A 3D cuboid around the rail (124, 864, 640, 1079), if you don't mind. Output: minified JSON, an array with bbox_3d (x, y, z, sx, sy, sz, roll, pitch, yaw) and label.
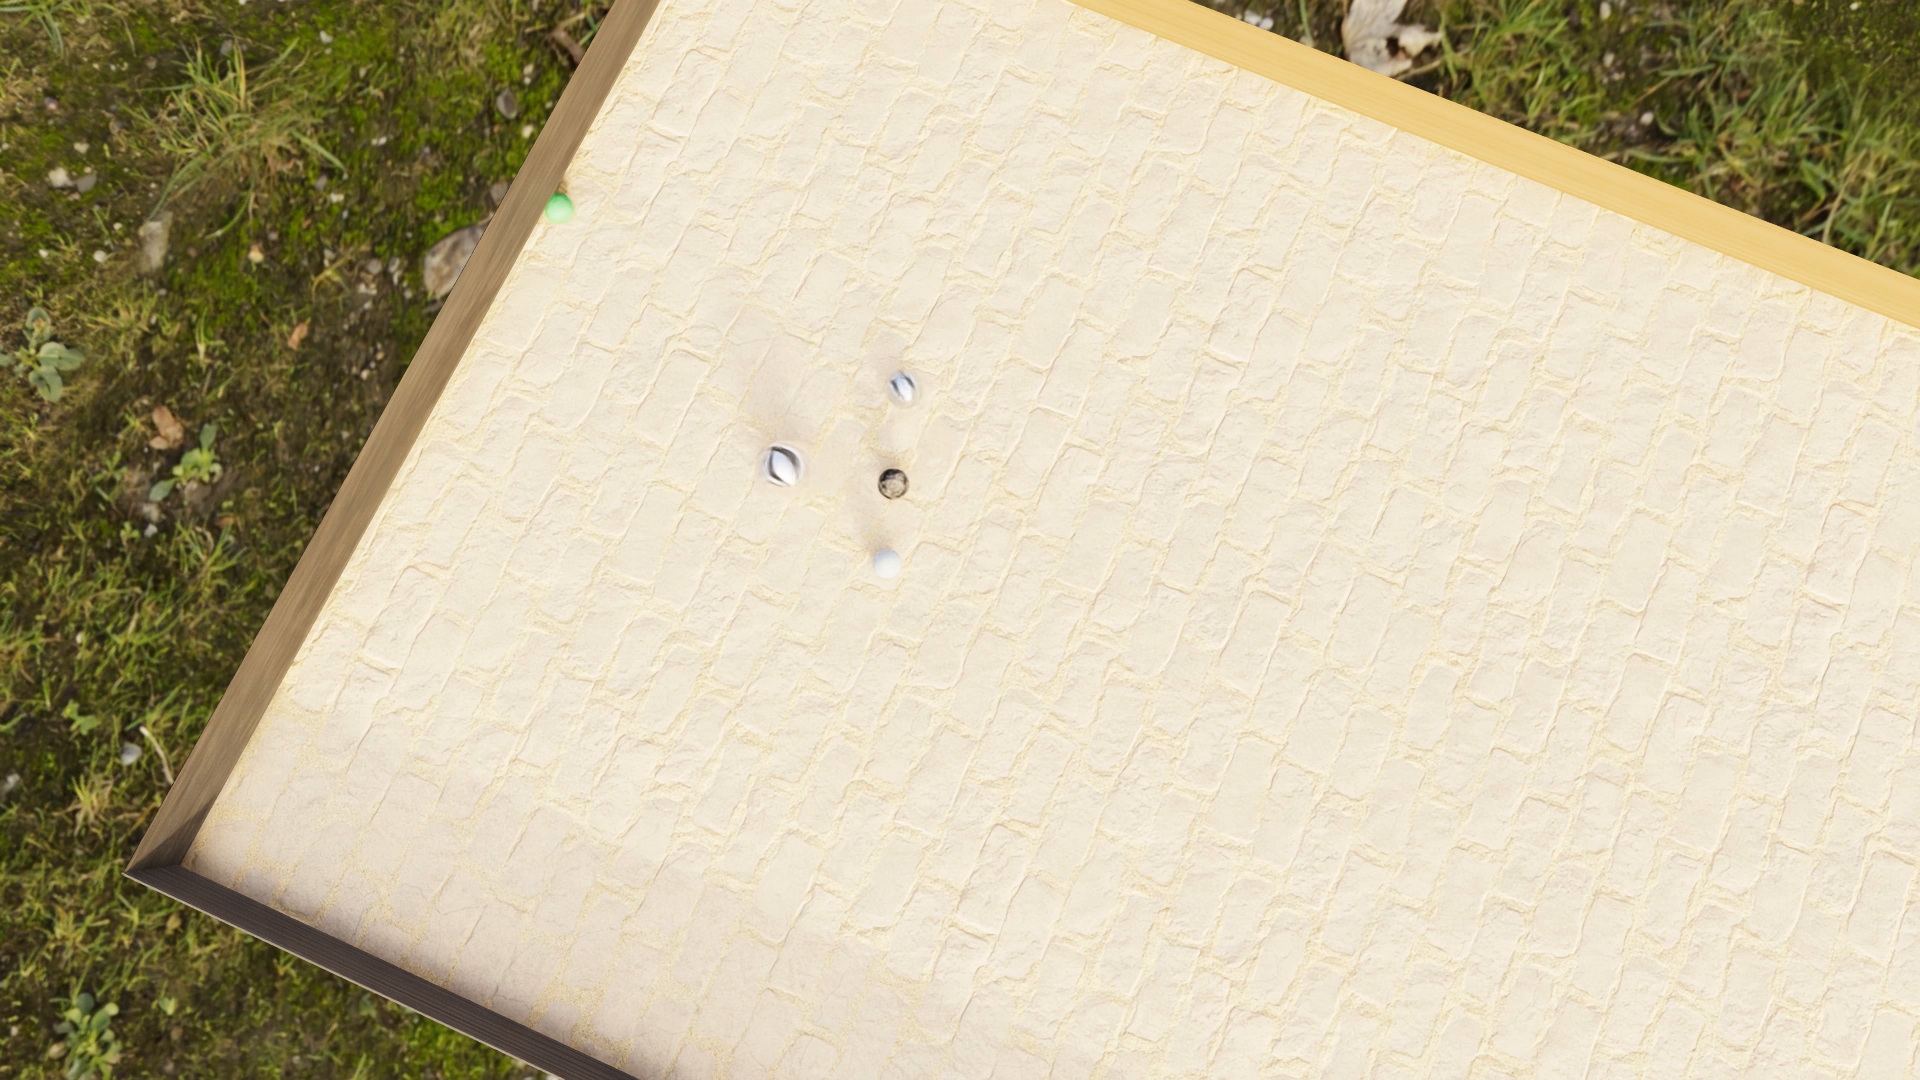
[{"bbox_3d":[0.422,1.160,2.997,3.538,0.118,0.045,23,73,7],"label":"rail"}]

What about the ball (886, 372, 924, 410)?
[{"bbox_3d":[-0.087,-0.237,3.485,0.061,0.061,0.061,0,72,0],"label":"ball"}]

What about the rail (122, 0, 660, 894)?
[{"bbox_3d":[-0.787,-0.341,3.488,0.045,0.118,1.954,23,73,7],"label":"rail"}]

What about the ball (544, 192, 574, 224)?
[{"bbox_3d":[-0.654,-0.542,3.592,0.050,0.050,0.050,0,72,0],"label":"ball"}]

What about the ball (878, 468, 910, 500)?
[{"bbox_3d":[-0.103,-0.087,3.442,0.050,0.050,0.050,0,72,0],"label":"ball"}]

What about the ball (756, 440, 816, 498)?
[{"bbox_3d":[-0.271,-0.110,3.428,0.091,0.091,0.091,0,72,0],"label":"ball"}]

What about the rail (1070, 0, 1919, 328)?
[{"bbox_3d":[1.195,-0.497,3.539,3.538,0.118,0.045,23,73,7],"label":"rail"}]

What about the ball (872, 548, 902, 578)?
[{"bbox_3d":[-0.113,0.036,3.404,0.047,0.047,0.047,0,72,0],"label":"ball"}]
